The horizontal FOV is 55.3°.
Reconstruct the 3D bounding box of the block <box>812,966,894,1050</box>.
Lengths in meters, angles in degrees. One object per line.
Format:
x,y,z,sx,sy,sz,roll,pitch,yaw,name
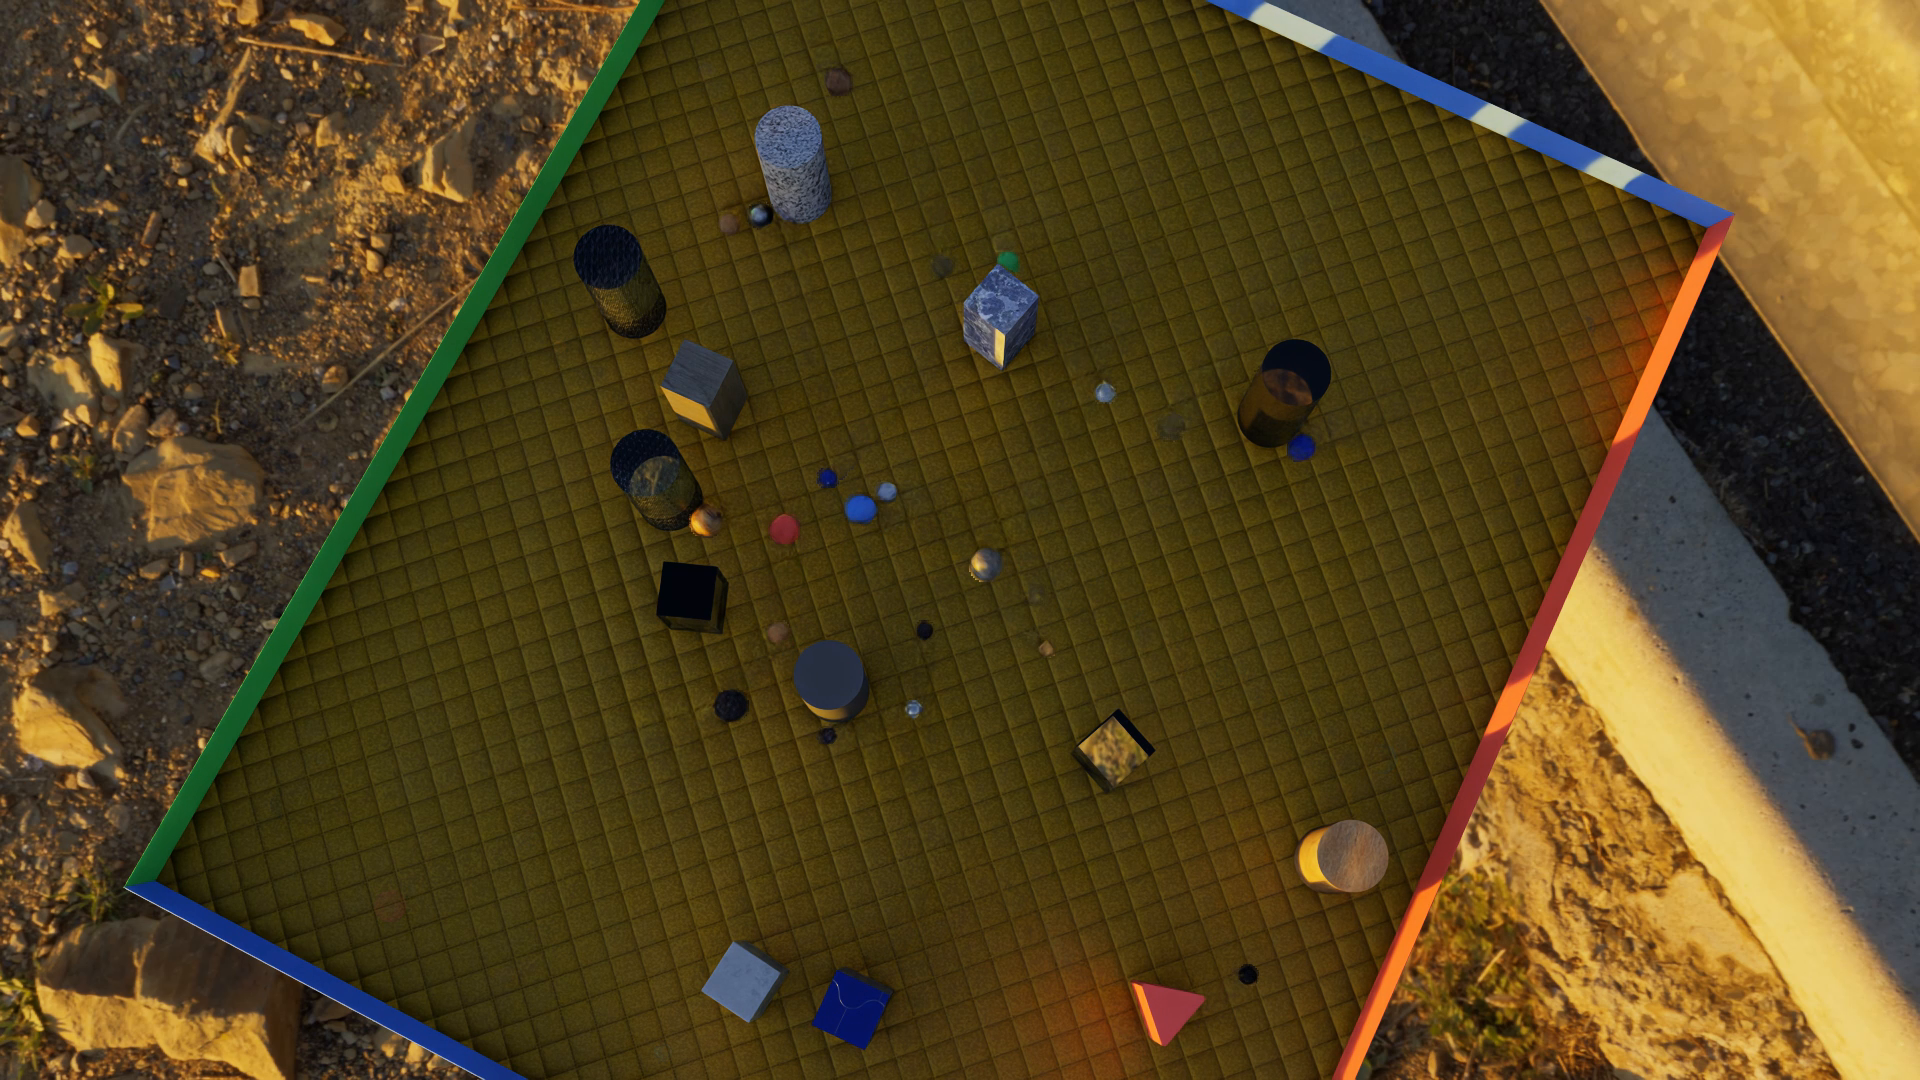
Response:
-0.296,1.311,5.147,0.159,0.387,0.159,24,79,5,block

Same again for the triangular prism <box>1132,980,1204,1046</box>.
0.556,1.300,5.172,0.149,0.345,0.172,41,81,8,triangular prism

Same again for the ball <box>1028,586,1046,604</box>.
0.233,0.168,5.553,0.057,0.057,0.057,0,78,0,ball

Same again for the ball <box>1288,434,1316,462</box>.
1.052,-0.284,5.634,0.082,0.082,0.082,0,78,0,ball

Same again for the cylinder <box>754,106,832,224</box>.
-0.508,-1.147,5.630,0.199,0.440,0.199,0,78,0,cylinder

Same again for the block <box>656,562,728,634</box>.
-0.791,0.174,5.443,0.159,0.269,0.159,6,78,1,block

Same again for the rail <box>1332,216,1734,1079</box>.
1.495,0.739,5.397,0.045,0.129,3.995,26,80,5,rail

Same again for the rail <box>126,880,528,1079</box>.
-0.883,1.736,5.190,3.391,0.129,0.045,26,80,5,rail

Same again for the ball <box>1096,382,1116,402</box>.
0.450,-0.456,5.680,0.062,0.062,0.062,0,78,0,ball

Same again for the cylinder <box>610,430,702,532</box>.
-0.891,-0.171,5.415,0.199,0.465,0.199,0,78,0,cylinder

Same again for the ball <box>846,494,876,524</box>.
-0.300,-0.092,5.589,0.092,0.092,0.092,0,78,0,ball

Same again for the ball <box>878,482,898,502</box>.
-0.223,-0.147,5.615,0.062,0.062,0.062,0,78,0,ball

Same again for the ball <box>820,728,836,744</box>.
-0.393,0.584,5.454,0.050,0.050,0.050,0,78,0,ball

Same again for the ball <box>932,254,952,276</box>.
-0.056,-0.864,5.762,0.066,0.066,0.066,0,78,0,ball

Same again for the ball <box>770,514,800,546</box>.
-0.533,-0.030,5.576,0.092,0.092,0.092,0,78,0,ball

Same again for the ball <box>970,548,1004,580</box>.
0.082,0.073,5.551,0.099,0.099,0.099,0,78,0,ball

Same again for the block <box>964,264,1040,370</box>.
0.122,-0.672,5.572,0.159,0.360,0.159,39,81,7,block

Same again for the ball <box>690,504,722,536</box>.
-0.763,-0.060,5.526,0.095,0.095,0.095,0,78,0,ball

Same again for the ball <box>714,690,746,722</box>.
-0.685,0.495,5.465,0.097,0.097,0.097,0,78,0,ball

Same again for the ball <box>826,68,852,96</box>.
-0.390,-1.470,5.878,0.085,0.085,0.085,0,78,0,ball

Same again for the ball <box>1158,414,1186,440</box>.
0.651,-0.349,5.646,0.084,0.084,0.084,0,78,0,ball

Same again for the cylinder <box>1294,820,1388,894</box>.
1.088,0.910,5.247,0.199,0.354,0.199,0,78,0,cylinder

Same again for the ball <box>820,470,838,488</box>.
-0.405,-0.190,5.628,0.056,0.056,0.056,0,78,0,ball

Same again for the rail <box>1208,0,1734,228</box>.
0.883,-1.722,5.906,3.391,0.129,0.045,26,80,5,rail

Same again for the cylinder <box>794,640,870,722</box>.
-0.372,0.417,5.355,0.199,0.344,0.199,0,78,0,cylinder

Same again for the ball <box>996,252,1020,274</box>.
0.151,-0.872,5.760,0.072,0.072,0.072,0,78,0,ball

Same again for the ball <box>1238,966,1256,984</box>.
0.836,1.267,5.328,0.052,0.052,0.052,0,78,0,ball

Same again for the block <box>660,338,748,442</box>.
-0.766,-0.447,5.516,0.159,0.377,0.159,24,79,5,block

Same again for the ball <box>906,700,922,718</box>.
-0.138,0.507,5.486,0.051,0.051,0.051,0,78,0,ball

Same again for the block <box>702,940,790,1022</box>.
-0.605,1.250,5.206,0.159,0.297,0.159,32,80,6,block

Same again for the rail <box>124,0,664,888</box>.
-1.495,-0.725,5.700,0.045,0.129,3.995,26,80,5,rail

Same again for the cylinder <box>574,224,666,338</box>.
-1.023,-0.775,5.543,0.199,0.459,0.199,0,78,0,cylinder

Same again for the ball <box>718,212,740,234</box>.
-0.729,-1.000,5.789,0.067,0.067,0.067,0,78,0,ball

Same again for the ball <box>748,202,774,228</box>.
-0.620,-1.012,5.713,0.076,0.076,0.076,0,78,0,ball

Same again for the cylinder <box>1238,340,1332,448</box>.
0.961,-0.431,5.464,0.199,0.473,0.199,0,78,0,cylinder

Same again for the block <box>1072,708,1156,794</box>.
0.444,0.619,5.340,0.159,0.291,0.159,-40,81,-8,block

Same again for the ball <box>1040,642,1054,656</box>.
0.261,0.329,5.527,0.041,0.041,0.041,0,78,0,ball

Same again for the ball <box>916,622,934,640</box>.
-0.107,0.275,5.534,0.051,0.051,0.051,0,78,0,ball

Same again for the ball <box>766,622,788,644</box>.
-0.550,0.281,5.525,0.066,0.066,0.066,0,78,0,ball
